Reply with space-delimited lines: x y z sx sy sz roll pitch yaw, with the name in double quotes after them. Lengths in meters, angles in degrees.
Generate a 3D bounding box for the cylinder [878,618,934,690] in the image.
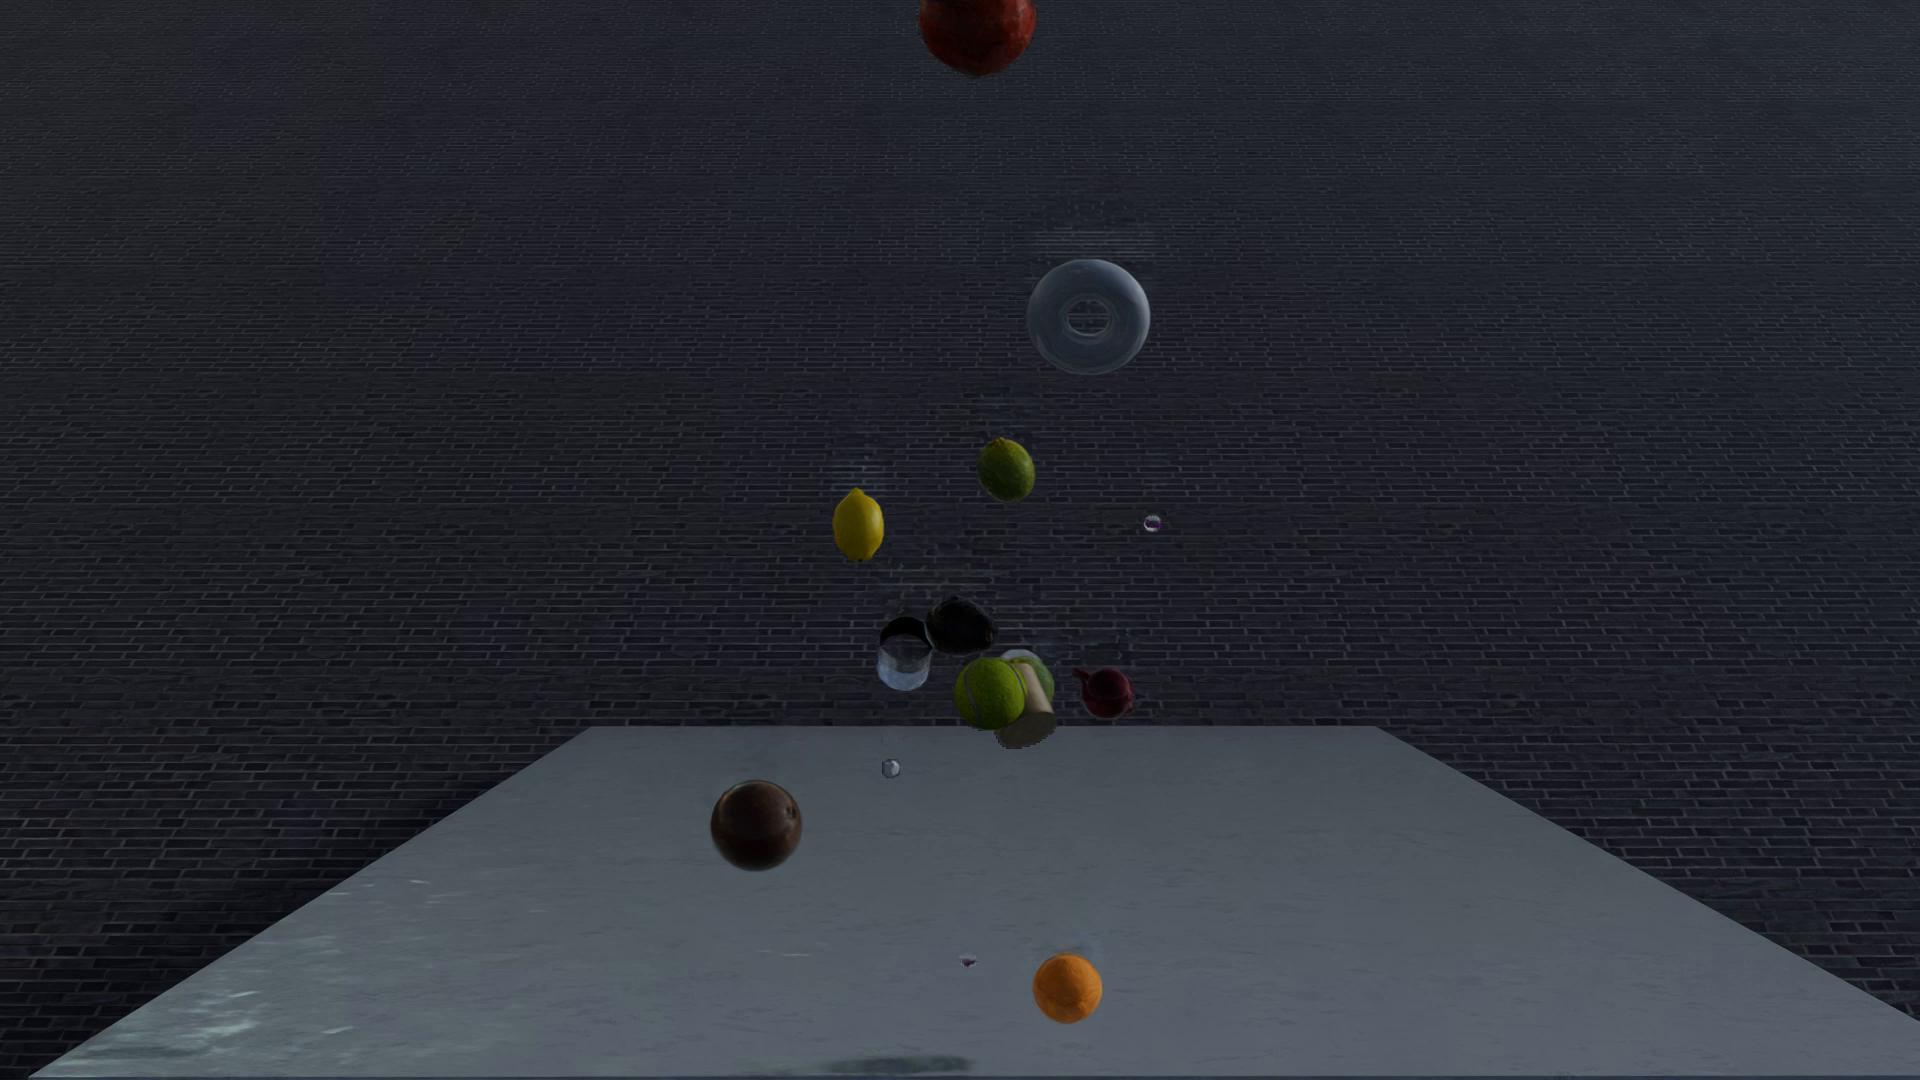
-0.055 0.115 2.604 0.054 0.054 0.054 3 54 -4 "cylinder"

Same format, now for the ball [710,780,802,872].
-0.211 0.296 2.676 0.095 0.095 0.095 0 27 0 "ball"

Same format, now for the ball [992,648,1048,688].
0.068 0.157 2.972 0.065 0.065 0.065 0 27 0 "ball"

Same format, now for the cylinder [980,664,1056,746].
0.056 0.161 2.521 0.059 0.059 0.059 -11 56 -21 "cylinder"

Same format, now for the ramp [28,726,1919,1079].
0.062 0.557 4.594 2.000 0.100 4.000 0 1 0 "ramp"
